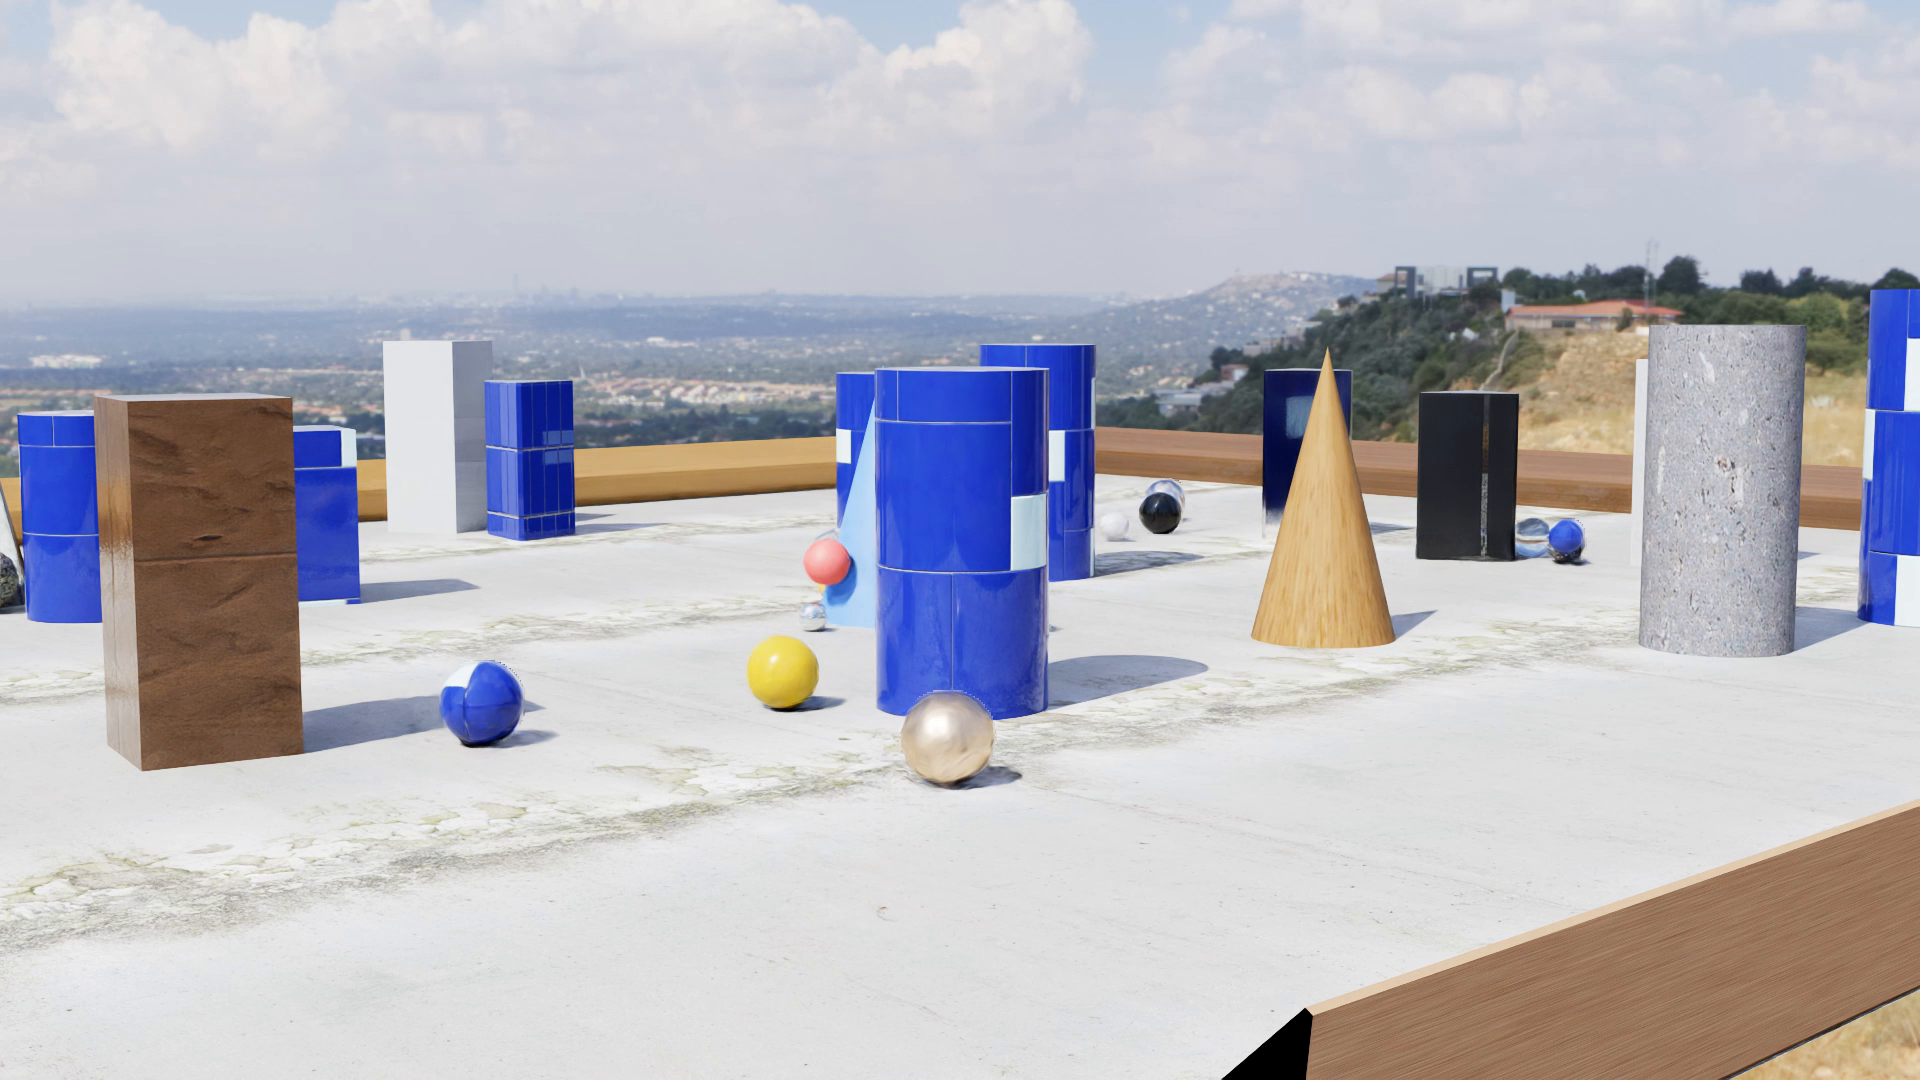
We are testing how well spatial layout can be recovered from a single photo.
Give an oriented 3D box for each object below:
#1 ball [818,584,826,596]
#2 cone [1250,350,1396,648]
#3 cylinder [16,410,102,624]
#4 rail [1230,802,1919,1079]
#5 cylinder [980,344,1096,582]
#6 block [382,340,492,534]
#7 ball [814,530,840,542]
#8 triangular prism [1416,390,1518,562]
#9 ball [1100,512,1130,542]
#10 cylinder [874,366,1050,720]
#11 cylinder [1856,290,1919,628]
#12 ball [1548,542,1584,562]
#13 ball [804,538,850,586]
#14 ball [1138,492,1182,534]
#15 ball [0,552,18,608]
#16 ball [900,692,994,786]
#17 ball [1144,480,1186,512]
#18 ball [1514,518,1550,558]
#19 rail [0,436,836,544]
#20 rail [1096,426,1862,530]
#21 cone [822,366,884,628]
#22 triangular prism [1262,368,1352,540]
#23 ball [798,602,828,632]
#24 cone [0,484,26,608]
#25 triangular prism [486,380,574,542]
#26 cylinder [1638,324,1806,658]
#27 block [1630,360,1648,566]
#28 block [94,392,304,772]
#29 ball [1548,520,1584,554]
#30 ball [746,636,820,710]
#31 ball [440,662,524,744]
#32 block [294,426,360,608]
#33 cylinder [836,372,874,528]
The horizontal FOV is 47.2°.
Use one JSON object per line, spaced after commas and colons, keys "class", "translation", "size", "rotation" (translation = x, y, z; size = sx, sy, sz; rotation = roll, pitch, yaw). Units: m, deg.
{"class": "ball", "translation": [-0.173, 0.059, 3.299], "size": [0.084, 0.084, 0.084], "rotation": [0, 6, 0]}
{"class": "cone", "translation": [0.494, -0.064, 2.976], "size": [0.195, 0.395, 0.195], "rotation": [0, 6, 0]}
{"class": "cylinder", "translation": [-1.264, -0.038, 3.210], "size": [0.195, 0.295, 0.195], "rotation": [0, 6, 0]}
{"class": "rail", "translation": [1.223, 0.171, 2.014], "size": [4.167, 0.127, 0.045], "rotation": [-5, 8, -42]}
{"class": "cylinder", "translation": [0.129, -0.134, 3.686], "size": [0.195, 0.387, 0.195], "rotation": [0, 6, 0]}
{"class": "block", "translation": [-1.054, -0.212, 4.461], "size": [0.156, 0.382, 0.156], "rotation": [2, 6, 18]}
{"class": "ball", "translation": [-0.222, 0.017, 3.796], "size": [0.065, 0.065, 0.065], "rotation": [0, 6, 0]}
{"class": "triangular prism", "translation": [0.919, -0.119, 3.970], "size": [0.169, 0.298, 0.146], "rotation": [2, 6, 16]}
{"class": "ball", "translation": [0.297, -0.025, 4.228], "size": [0.057, 0.057, 0.057], "rotation": [0, 6, 0]}
{"class": "cylinder", "translation": [0.002, -0.002, 2.464], "size": [0.195, 0.379, 0.195], "rotation": [0, 6, 0]}
{"class": "cylinder", "translation": [1.395, -0.120, 3.140], "size": [0.195, 0.473, 0.195], "rotation": [0, 6, 0]}
{"class": "ball", "translation": [1.071, 0.007, 3.890], "size": [0.064, 0.064, 0.064], "rotation": [0, 6, 0]}
{"class": "ball", "translation": [-0.188, 0.031, 3.103], "size": [0.066, 0.066, 0.066], "rotation": [0, 6, 0]}
{"class": "ball", "translation": [0.398, -0.053, 4.363], "size": [0.085, 0.085, 0.085], "rotation": [0, 6, 0]}
{"class": "ball", "translation": [-1.436, 0.059, 3.230], "size": [0.098, 0.098, 0.098], "rotation": [0, 6, 0]}
{"class": "ball", "translation": [-0.012, 0.186, 2.065], "size": [0.088, 0.088, 0.088], "rotation": [0, 6, 0]}
{"class": "ball", "translation": [0.433, -0.084, 4.641], "size": [0.089, 0.089, 0.089], "rotation": [0, 6, 0]}
{"class": "ball", "translation": [1.029, -0.004, 3.957], "size": [0.072, 0.072, 0.072], "rotation": [0, 6, 0]}
{"class": "rail", "translation": [-1.223, -0.105, 4.650], "size": [4.167, 0.127, 0.045], "rotation": [-5, 8, -42]}
{"class": "rail", "translation": [1.514, -0.113, 4.721], "size": [0.045, 0.127, 3.655], "rotation": [-5, 8, -42]}
{"class": "cone", "translation": [-0.110, -0.069, 3.167], "size": [0.195, 0.366, 0.195], "rotation": [0, 6, 0]}
{"class": "triangular prism", "translation": [0.673, -0.172, 4.330], "size": [0.169, 0.328, 0.146], "rotation": [0, 6, 0]}
{"class": "ball", "translation": [-0.203, 0.107, 3.047], "size": [0.041, 0.041, 0.041], "rotation": [0, 6, 0]}
{"class": "cone", "translation": [-1.514, -0.120, 3.325], "size": [0.195, 0.434, 0.195], "rotation": [0, 6, 0]}
{"class": "triangular prism", "translation": [-0.830, -0.161, 4.333], "size": [0.146, 0.306, 0.169], "rotation": [-4, 7, -33]}
{"class": "cylinder", "translation": [1.002, -0.070, 2.896], "size": [0.195, 0.424, 0.195], "rotation": [0, 6, 0]}
{"class": "block", "translation": [1.277, -0.131, 3.795], "size": [0.156, 0.359, 0.156], "rotation": [-3, 6, -23]}
{"class": "block", "translation": [-0.768, 0.035, 2.215], "size": [0.156, 0.358, 0.156], "rotation": [-4, 7, -32]}
{"class": "ball", "translation": [1.054, -0.005, 3.828], "size": [0.060, 0.060, 0.060], "rotation": [0, 6, 0]}
{"class": "ball", "translation": [-0.198, 0.148, 2.458], "size": [0.082, 0.082, 0.082], "rotation": [0, 6, 0]}
{"class": "ball", "translation": [-0.491, 0.168, 2.256], "size": [0.085, 0.085, 0.085], "rotation": [0, 6, 0]}
{"class": "block", "translation": [-1.016, -0.038, 3.356], "size": [0.156, 0.264, 0.156], "rotation": [-3, 7, -29]}
{"class": "cylinder", "translation": [-0.157, -0.185, 4.518], "size": [0.195, 0.316, 0.195], "rotation": [0, 6, 0]}
